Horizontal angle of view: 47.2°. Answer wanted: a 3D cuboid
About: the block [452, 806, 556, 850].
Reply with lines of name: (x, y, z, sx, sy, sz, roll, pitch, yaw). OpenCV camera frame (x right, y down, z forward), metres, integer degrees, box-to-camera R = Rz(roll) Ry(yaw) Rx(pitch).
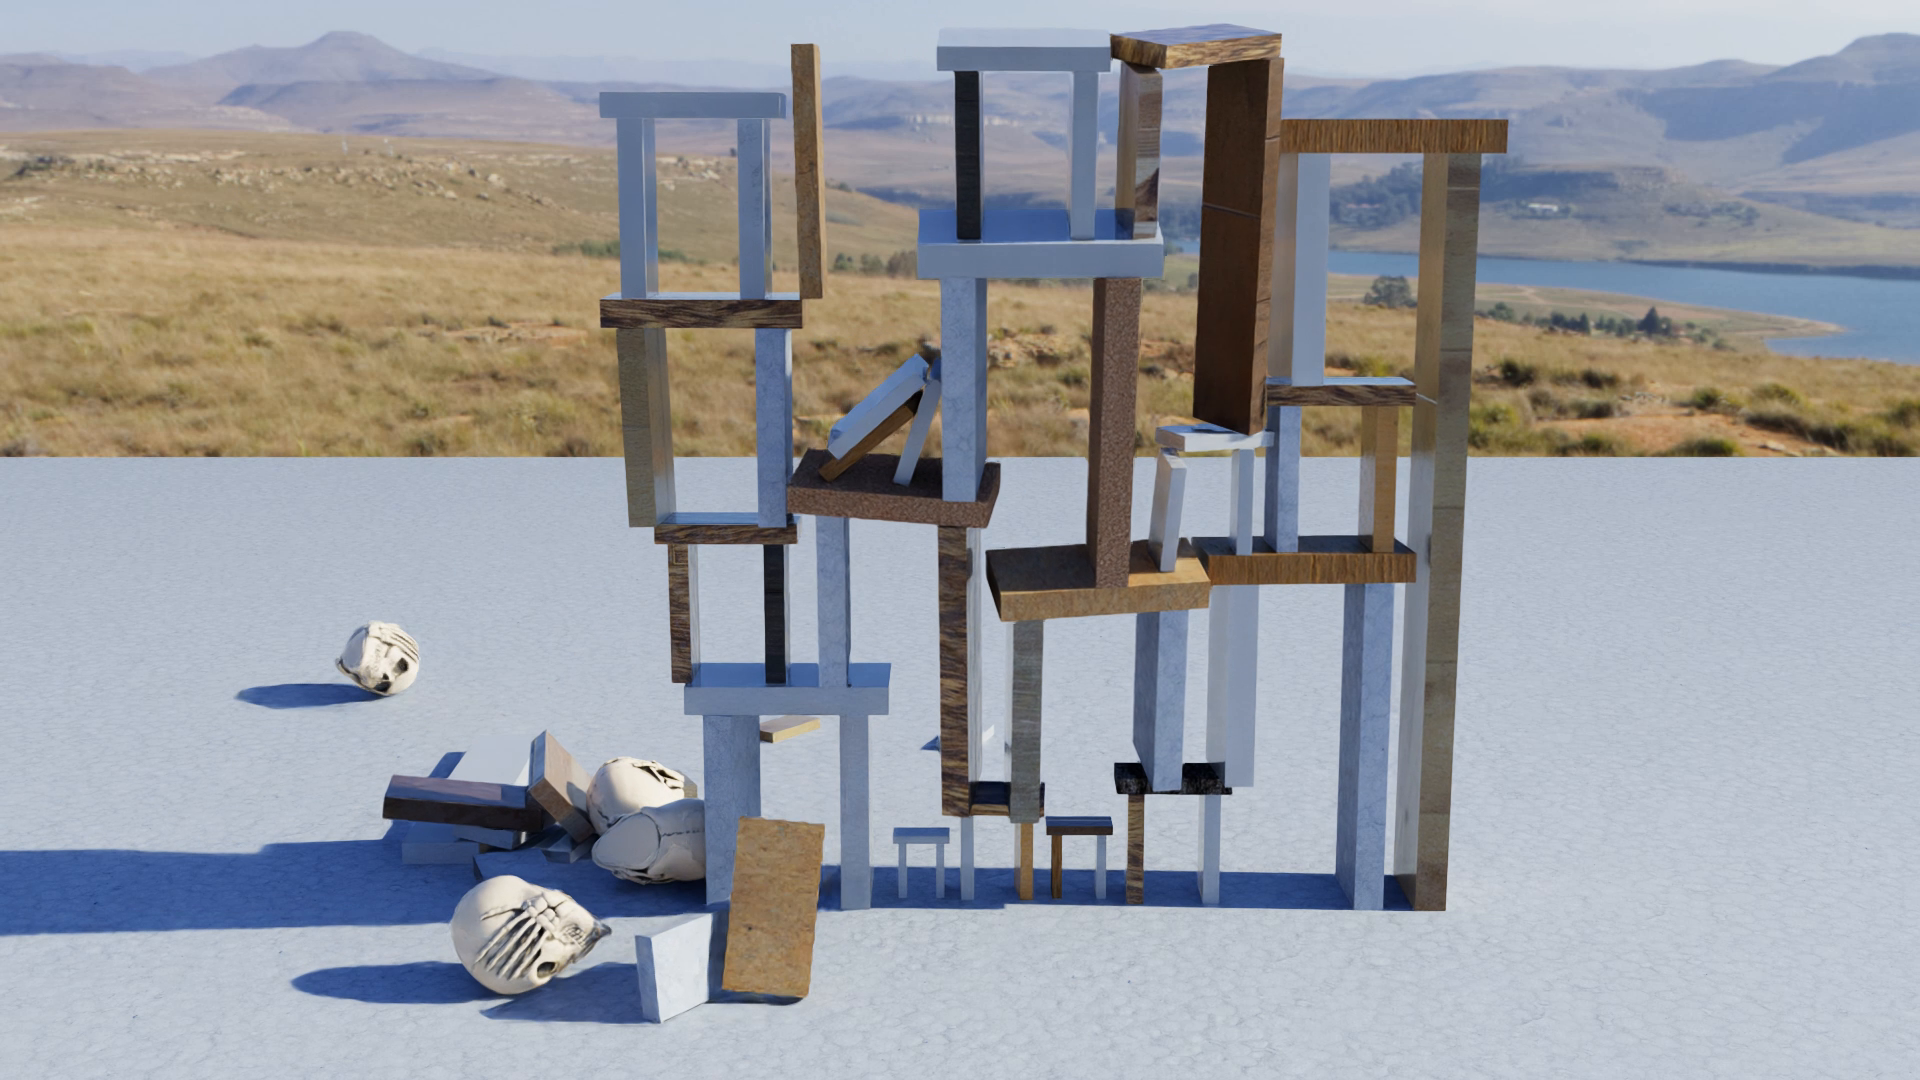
block: (-0.800, 0.494, 3.922, 0.114, 0.032, 0.229, 11, 10, 13)

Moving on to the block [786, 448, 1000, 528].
block: (-0.101, -0.081, 3.423, 0.310, 0.044, 0.155, 5, 25, 7)

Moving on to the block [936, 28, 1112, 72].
block: (0.091, -0.696, 3.119, 0.243, 0.034, 0.121, 1, 25, 2)

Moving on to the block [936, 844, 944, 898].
block: (-0.033, 0.543, 3.663, 0.013, 0.094, 0.047, 0, 11, 0)

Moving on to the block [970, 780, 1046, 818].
block: (0.065, 0.427, 3.632, 0.149, 0.021, 0.075, 1, 25, 3)

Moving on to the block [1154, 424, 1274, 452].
block: (0.401, -0.163, 3.465, 0.169, 0.024, 0.085, -5, 15, -28)

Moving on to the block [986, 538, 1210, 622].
block: (0.214, 0.061, 3.459, 0.327, 0.046, 0.163, -4, 25, -7)

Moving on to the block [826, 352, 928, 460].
block: (-0.125, -0.203, 3.339, 0.182, 0.026, 0.091, -40, 16, 15)

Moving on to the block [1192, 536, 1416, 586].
block: (0.553, 0.031, 3.559, 0.332, 0.047, 0.166, -1, 11, -3)

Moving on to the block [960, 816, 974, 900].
block: (0.011, 0.516, 3.661, 0.021, 0.149, 0.075, -1, 11, -1)

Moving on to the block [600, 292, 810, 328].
block: (-0.402, -0.366, 3.493, 0.314, 0.044, 0.157, 0, 11, 0)

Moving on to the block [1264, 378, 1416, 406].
block: (0.597, -0.237, 3.497, 0.234, 0.033, 0.117, 0, 10, 0)

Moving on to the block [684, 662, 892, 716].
block: (-0.279, 0.243, 3.609, 0.329, 0.047, 0.164, 0, 11, 0)

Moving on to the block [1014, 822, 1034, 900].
block: (0.106, 0.516, 3.660, 0.021, 0.149, 0.075, -1, 11, -6)

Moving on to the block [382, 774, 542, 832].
block: (-0.867, 0.460, 3.852, 0.266, 0.038, 0.133, 6, 10, -9)

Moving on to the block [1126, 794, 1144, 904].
block: (0.290, 0.499, 3.648, 0.027, 0.187, 0.094, 0, 11, 3)

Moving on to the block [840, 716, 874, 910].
block: (-0.171, 0.428, 3.644, 0.047, 0.329, 0.164, 0, 11, 0)

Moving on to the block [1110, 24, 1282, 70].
block: (0.343, -0.719, 3.198, 0.235, 0.033, 0.117, -15, 27, -37)

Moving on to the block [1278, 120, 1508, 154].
block: (0.657, -0.633, 3.450, 0.356, 0.050, 0.178, -1, 10, -3)

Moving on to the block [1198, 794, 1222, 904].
block: (0.413, 0.498, 3.650, 0.027, 0.187, 0.094, 0, 11, 0)

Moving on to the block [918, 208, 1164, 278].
block: (0.116, -0.438, 3.243, 0.354, 0.050, 0.177, 0, 25, 0)

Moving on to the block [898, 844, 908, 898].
block: (-0.095, 0.543, 3.663, 0.013, 0.094, 0.047, 0, 11, 0)

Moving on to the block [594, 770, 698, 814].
block: (-0.626, 0.480, 4.174, 0.229, 0.032, 0.114, -5, 12, -24)

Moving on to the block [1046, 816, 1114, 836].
block: (0.197, 0.474, 3.649, 0.110, 0.016, 0.055, 0, 11, 0)

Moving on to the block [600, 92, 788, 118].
block: (-0.414, -0.679, 3.438, 0.276, 0.039, 0.138, 0, 11, 0)

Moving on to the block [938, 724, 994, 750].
block: (0.012, 0.410, 4.579, 0.074, 0.021, 0.148, 4, 11, 19)

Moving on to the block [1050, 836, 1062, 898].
block: (0.161, 0.536, 3.661, 0.016, 0.110, 0.055, 0, 11, 0)

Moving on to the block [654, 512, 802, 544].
block: (-0.374, -0.019, 3.560, 0.228, 0.032, 0.114, 0, 11, 0)

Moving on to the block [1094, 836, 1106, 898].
block: (0.234, 0.536, 3.661, 0.016, 0.110, 0.055, 0, 11, 0)

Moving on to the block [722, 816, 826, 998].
block: (-0.272, 0.537, 3.224, 0.125, 0.249, 0.035, 5, -3, 0)

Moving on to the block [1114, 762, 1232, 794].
block: (0.350, 0.393, 3.629, 0.187, 0.027, 0.094, 0, 11, 1)

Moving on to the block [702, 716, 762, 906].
block: (-0.375, 0.429, 3.635, 0.047, 0.329, 0.164, 2, 11, 11)

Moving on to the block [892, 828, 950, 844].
block: (-0.064, 0.491, 3.654, 0.094, 0.013, 0.047, 0, 11, 0)
